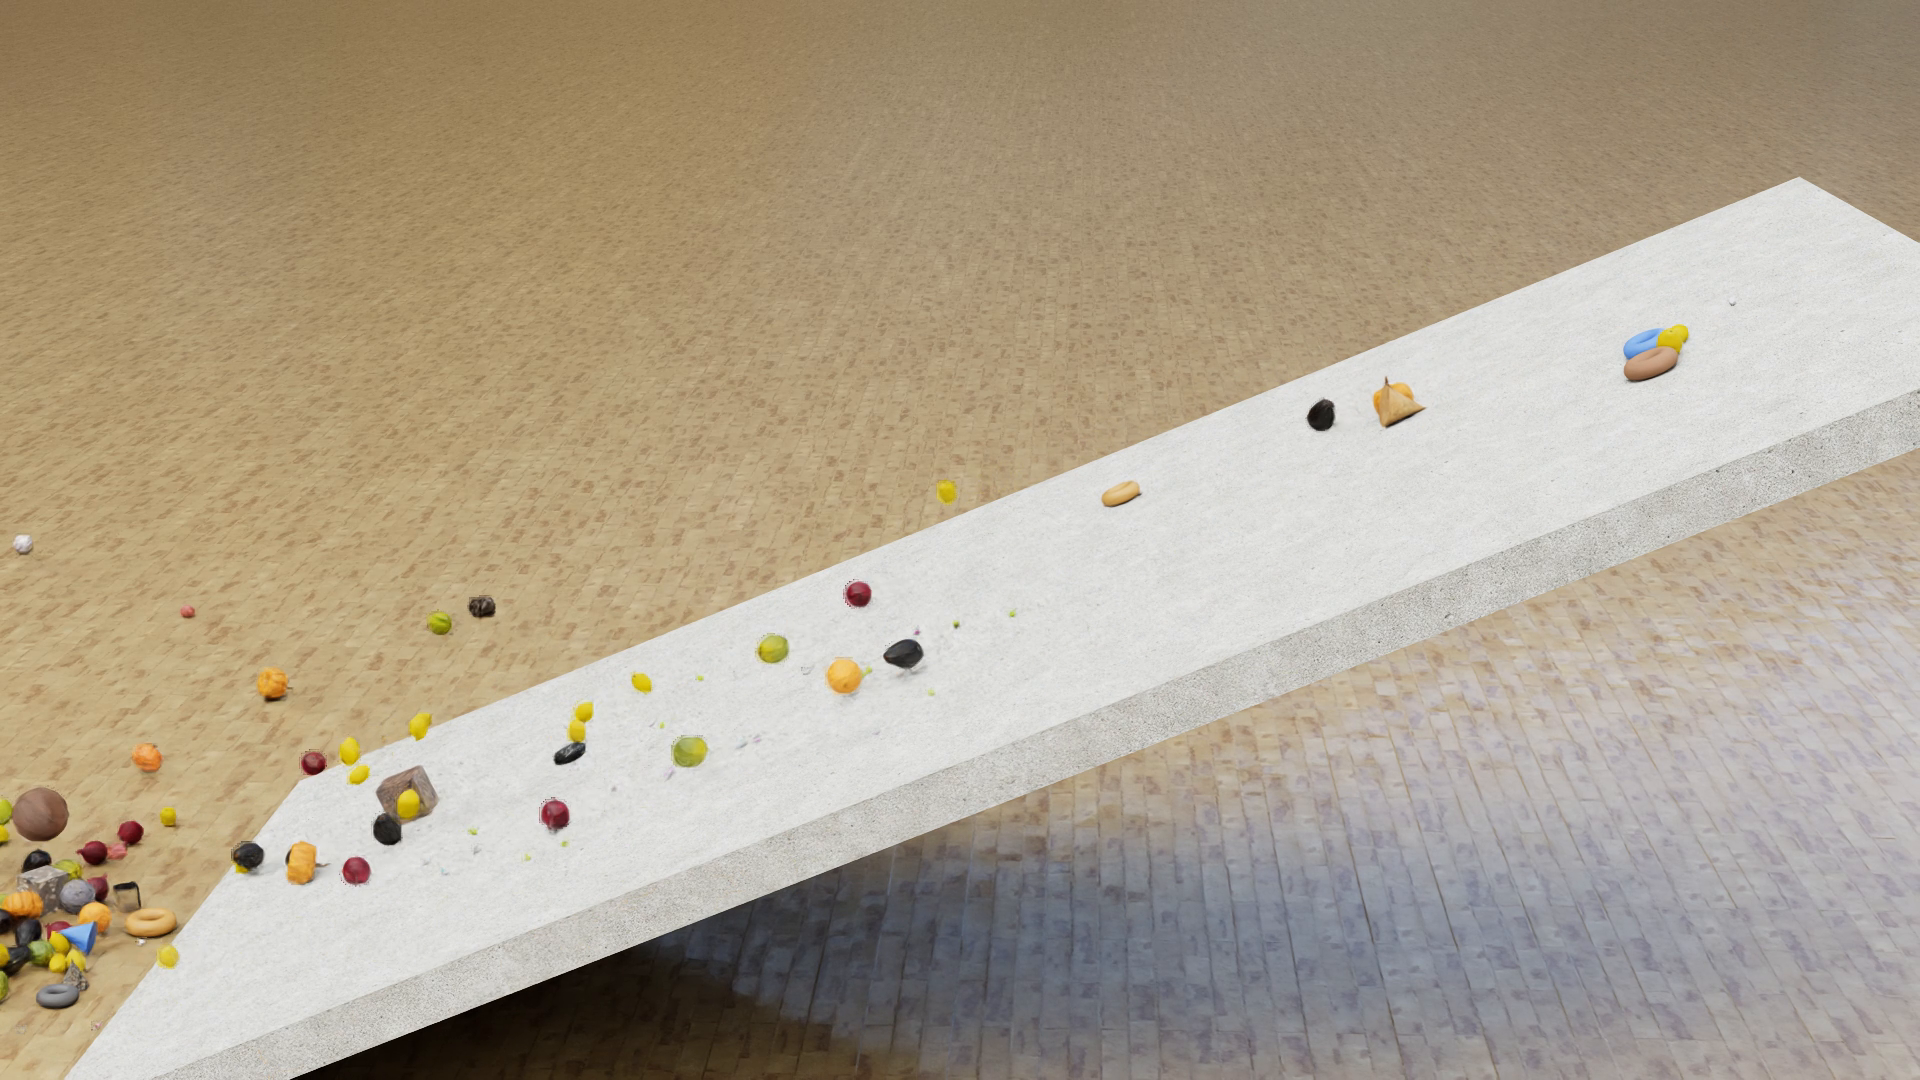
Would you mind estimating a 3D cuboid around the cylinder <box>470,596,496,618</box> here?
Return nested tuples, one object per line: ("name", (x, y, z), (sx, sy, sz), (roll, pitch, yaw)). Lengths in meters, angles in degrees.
("cylinder", (-1.514, 0.213, 9.329), (0.057, 0.057, 0.057), (-12, 19, -40))

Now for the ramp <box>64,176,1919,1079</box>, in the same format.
("ramp", (0.128, 0.172, 6.287), (4.000, 0.100, 2.000), (-22, 12, 8))

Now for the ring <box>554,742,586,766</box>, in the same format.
("ring", (-0.870, 0.475, 6.547), (0.079, 0.026, 0.079), (-24, 12, 5))

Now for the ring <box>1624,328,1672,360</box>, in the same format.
("ring", (1.409, -0.401, 6.029), (0.102, 0.034, 0.102), (-24, 15, 7))

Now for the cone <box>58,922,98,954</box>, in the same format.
("cone", (-1.997, 0.890, 6.636), (0.077, 0.077, 0.077), (12, 14, -2))

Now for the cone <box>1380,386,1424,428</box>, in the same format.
("cone", (0.961, -0.287, 6.353), (0.091, 0.091, 0.091), (2, 14, -6))

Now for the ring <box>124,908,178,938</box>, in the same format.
("ring", (-1.864, 0.882, 6.777), (0.117, 0.039, 0.117), (1, 15, 0))

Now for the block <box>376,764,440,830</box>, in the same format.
("block", (-1.248, 0.579, 6.645), (0.094, 0.094, 0.094), (-22, 12, 8))

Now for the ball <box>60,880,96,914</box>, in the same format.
("ball", (-2.063, 0.834, 6.874), (0.081, 0.081, 0.081), (0, 14, 0))

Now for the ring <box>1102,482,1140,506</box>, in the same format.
("ring", (0.366, -0.105, 6.706), (0.094, 0.031, 0.094), (-23, 11, 5))

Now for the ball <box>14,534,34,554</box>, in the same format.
("ball", (-3.210, 0.015, 10.083), (0.066, 0.066, 0.066), (0, 14, 0))

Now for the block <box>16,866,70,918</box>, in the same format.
("block", (-2.152, 0.824, 6.907), (0.084, 0.084, 0.084), (11, 18, 35))

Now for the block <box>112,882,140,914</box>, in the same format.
("block", (-1.958, 0.840, 6.911), (0.052, 0.052, 0.052), (-6, 16, -24))

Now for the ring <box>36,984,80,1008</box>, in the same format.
("ring", (-1.957, 0.988, 6.379), (0.091, 0.030, 0.091), (1, 14, 0))

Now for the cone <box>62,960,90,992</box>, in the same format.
("cone", (-1.945, 0.951, 6.454), (0.065, 0.065, 0.065), (0, 14, 0))

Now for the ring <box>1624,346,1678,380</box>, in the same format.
("ring", (1.379, -0.352, 5.873), (0.111, 0.037, 0.111), (-24, 11, 5))
